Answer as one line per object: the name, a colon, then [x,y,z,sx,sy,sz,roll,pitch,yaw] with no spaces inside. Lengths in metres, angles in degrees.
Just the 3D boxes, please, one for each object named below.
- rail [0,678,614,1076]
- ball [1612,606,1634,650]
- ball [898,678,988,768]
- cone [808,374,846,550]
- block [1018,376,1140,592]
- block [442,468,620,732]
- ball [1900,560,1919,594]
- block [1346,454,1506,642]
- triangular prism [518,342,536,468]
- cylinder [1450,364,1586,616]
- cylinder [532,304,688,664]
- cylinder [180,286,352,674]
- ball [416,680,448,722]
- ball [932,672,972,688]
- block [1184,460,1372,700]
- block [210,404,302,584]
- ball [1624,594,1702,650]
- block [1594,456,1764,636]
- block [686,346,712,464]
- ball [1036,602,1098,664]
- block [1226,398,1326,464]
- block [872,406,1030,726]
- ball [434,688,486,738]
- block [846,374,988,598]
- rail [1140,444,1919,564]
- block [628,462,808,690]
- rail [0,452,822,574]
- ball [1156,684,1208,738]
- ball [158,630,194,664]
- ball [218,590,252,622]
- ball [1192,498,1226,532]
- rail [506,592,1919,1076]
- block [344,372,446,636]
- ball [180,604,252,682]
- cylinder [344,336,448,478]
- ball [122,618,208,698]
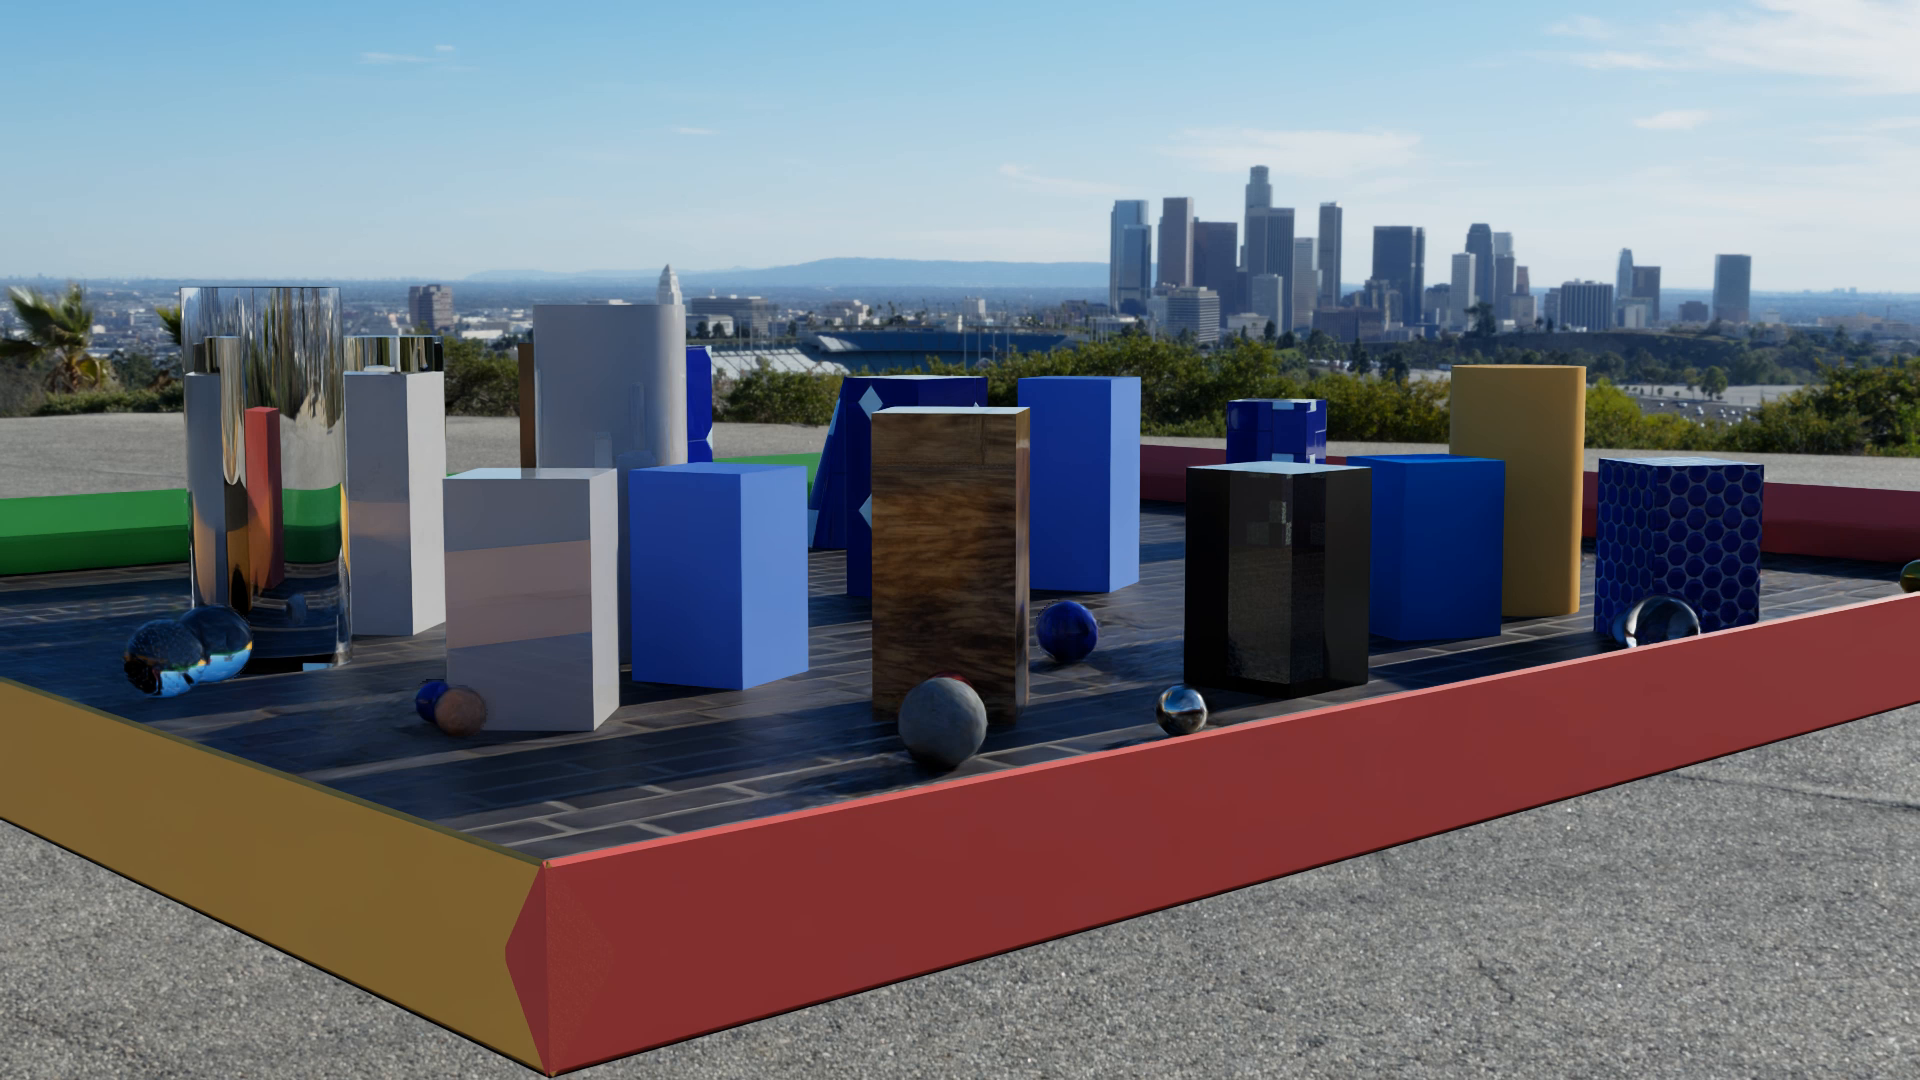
rail: [-1.145,0.143,2.282,0.045,0.126,2.724,-5,8,-42]
ball: [0.881,0.117,2.866,0.059,0.059,0.059,0,6,0]
ball: [-0.017,0.178,2.146,0.088,0.088,0.088,0,6,0]
cone: [-0.217,-0.154,4.177,0.194,0.323,0.194,0,6,0]
block: [0.193,-0.094,3.550,0.155,0.335,0.155,2,6,22]
block: [-0.463,0.061,2.396,0.155,0.268,0.155,0,6,2]
ball: [1.483,0.060,3.396,0.060,0.060,0.060,0,6,0]
block: [0.641,0.007,3.046,0.155,0.240,0.155,-2,6,-20]
triangular prism: [-0.603,-0.126,3.585,0.168,0.390,0.146,4,7,36]
cylinder: [0.826,-0.078,3.275,0.194,0.360,0.194,0,6,0]
cylinder: [-0.450,-0.078,2.845,0.194,0.450,0.194,0,6,0]
cylinder: [-0.871,-0.080,2.766,0.194,0.472,0.194,0,6,0]
ball: [-0.565,0.175,2.375,0.046,0.046,0.046,0,6,0]
ball: [-0.013,0.167,2.340,0.056,0.056,0.056,0,6,0]
block: [0.377,0.043,2.611,0.155,0.259,0.155,6,8,45]
block: [-1.132,-0.080,3.665,0.155,0.282,0.155,5,8,39]
ball: [0.876,0.113,2.742,0.091,0.091,0.091,0,6,0]
block: [0.973,0.013,2.986,0.155,0.240,0.155,-1,6,-12]
block: [-0.558,-0.164,4.012,0.155,0.378,0.155,3,6,23]
ball: [0.136,0.116,2.777,0.078,0.078,0.078,0,6,0]
block: [0.610,-0.134,4.243,0.155,0.270,0.155,3,6,23]
block: [-0.008,0.024,2.432,0.155,0.334,0.155,1,6,7]
ball: [-0.522,0.180,2.293,0.052,0.052,0.052,0,6,0]
block: [-0.067,-0.083,3.426,0.155,0.340,0.155,5,8,42]
rail: [1.145,-0.077,4.382,0.045,0.126,2.724,-5,8,-42]
block: [-0.291,0.039,2.670,0.155,0.254,0.155,3,7,26]
rail: [-0.907,-0.070,4.310,3.162,0.126,0.045,-5,8,-42]
ball: [0.231,0.179,2.293,0.055,0.055,0.055,0,6,0]
ball: [-0.990,0.135,2.773,0.043,0.043,0.043,0,6,0]
ball: [-1.038,0.094,3.146,0.046,0.046,0.046,0,6,0]
ball: [0.499,-0.050,4.401,0.071,0.071,0.071,0,6,0]
rail: [0.907,0.135,2.354,3.162,0.126,0.045,-5,8,-42]
block: [-0.820,-0.055,3.081,0.155,0.356,0.155,1,6,5]
ball: [-0.896,0.124,2.631,0.094,0.094,0.094,0,6,0]
cylinder: [-0.879,-0.107,3.341,0.194,0.404,0.194,0,6,0]
ball: [-0.912,0.136,2.523,0.091,0.091,0.091,0,6,0]
